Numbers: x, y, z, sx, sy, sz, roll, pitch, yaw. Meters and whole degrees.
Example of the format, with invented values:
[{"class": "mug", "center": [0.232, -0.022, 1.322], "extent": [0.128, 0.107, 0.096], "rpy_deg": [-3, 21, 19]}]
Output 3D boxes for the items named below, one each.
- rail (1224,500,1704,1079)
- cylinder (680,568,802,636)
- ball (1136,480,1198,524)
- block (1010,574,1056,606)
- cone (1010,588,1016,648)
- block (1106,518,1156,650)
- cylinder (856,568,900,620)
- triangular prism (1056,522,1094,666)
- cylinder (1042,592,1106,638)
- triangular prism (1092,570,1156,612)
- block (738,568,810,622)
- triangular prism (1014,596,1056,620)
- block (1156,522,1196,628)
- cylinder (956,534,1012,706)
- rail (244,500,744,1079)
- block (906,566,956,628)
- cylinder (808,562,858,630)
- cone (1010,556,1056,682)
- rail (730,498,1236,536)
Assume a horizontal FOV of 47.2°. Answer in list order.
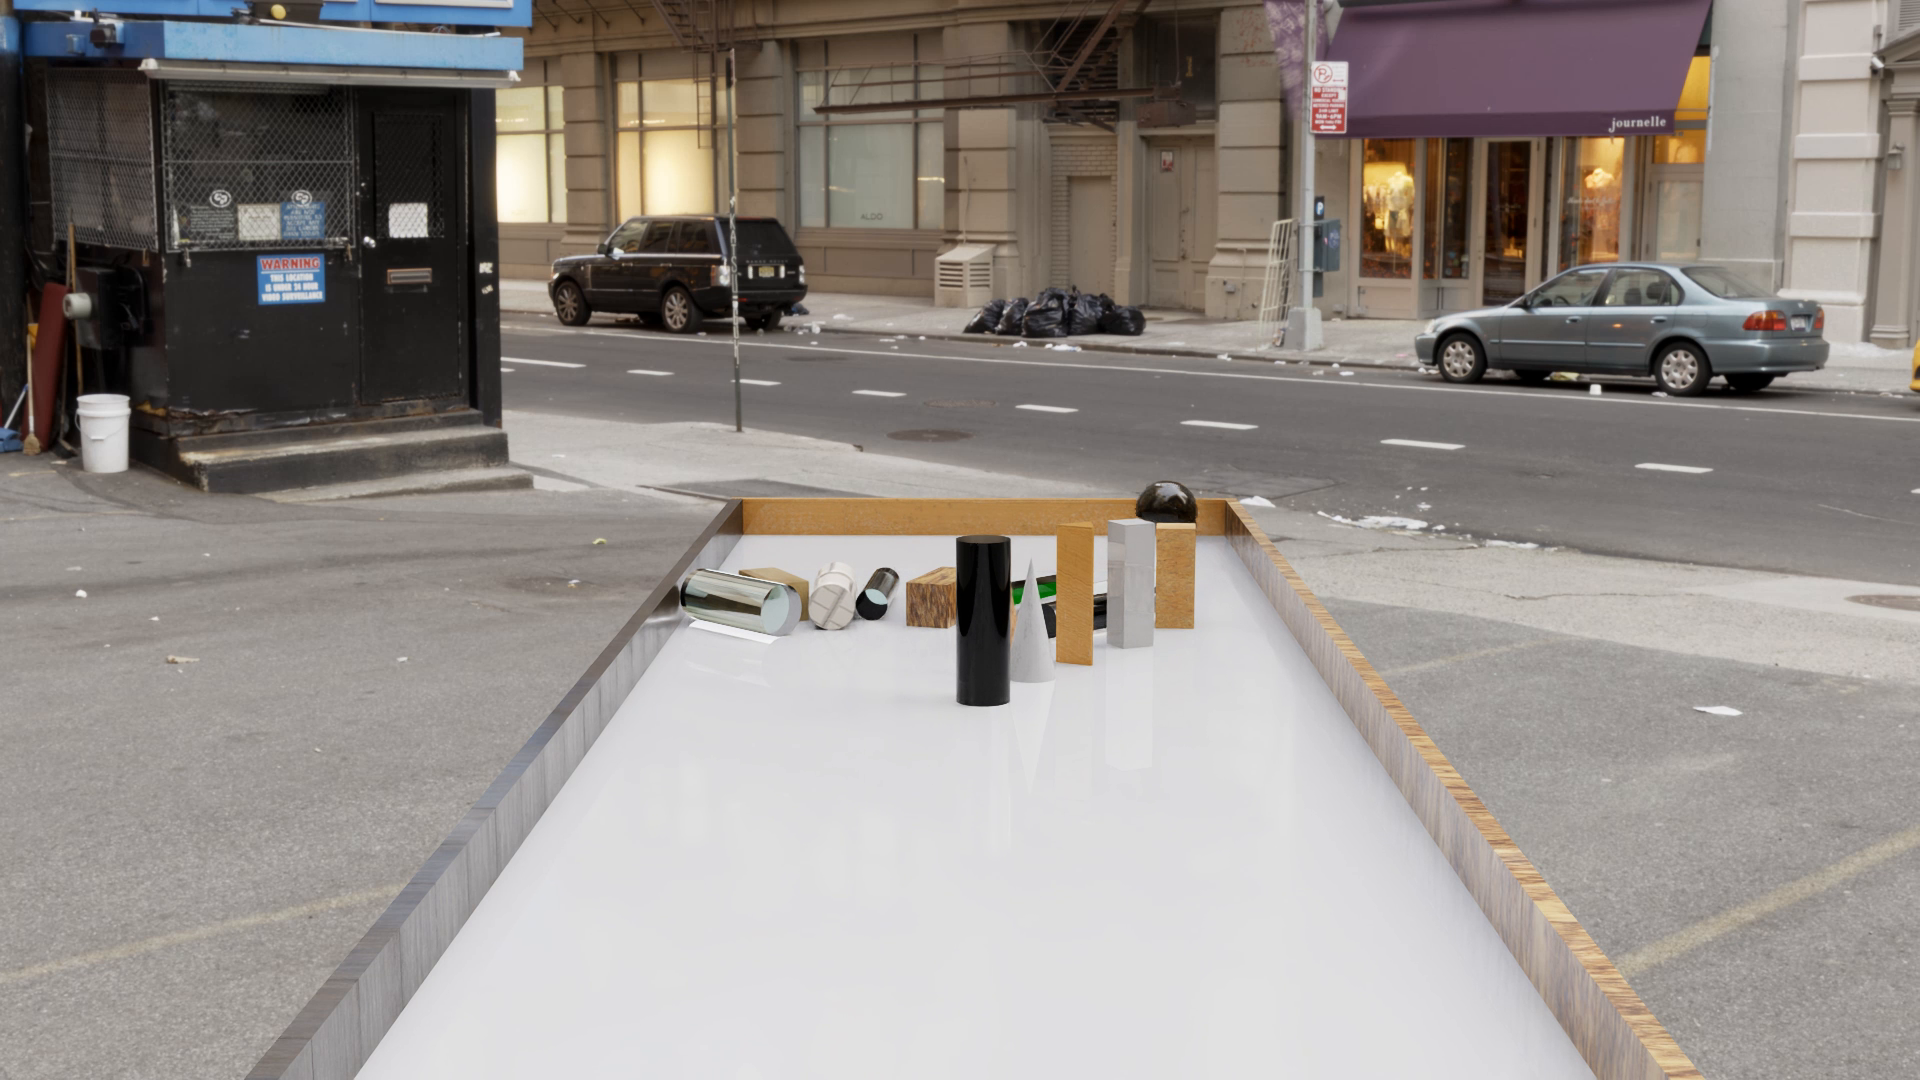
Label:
[{"class": "rail", "center": [1.046, 0.843, 3.208], "extent": [0.050, 0.150, 12.000], "rpy_deg": [0, 9, 1]}, {"class": "cylinder", "center": [-0.718, 0.203, 7.184], "extent": [0.171, 0.171, 0.418], "rpy_deg": [-9, 13, -44]}, {"class": "ball", "center": [0.845, -0.120, 8.977], "extent": [0.248, 0.248, 0.248], "rpy_deg": [0, 9, 0]}, {"class": "block", "center": [0.227, 0.198, 7.425], "extent": [0.375, 0.106, 0.106], "rpy_deg": [-8, 12, -42]}, {"class": "cone", "center": [0.131, 0.165, 6.895], "extent": [0.127, 0.336, 0.127], "rpy_deg": [0, 9, 0]}, {"class": "block", "center": [0.536, 0.136, 6.901], "extent": [0.108, 0.391, 0.108], "rpy_deg": [-4, 10, -26]}, {"class": "cylinder", "center": [-0.279, 0.182, 7.522], "extent": [0.107, 0.107, 0.431], "rpy_deg": [1, 9, 4]}, {"class": "triangular prism", "center": [0.369, 0.159, 6.661], "extent": [0.121, 0.421, 0.105], "rpy_deg": [5, 10, 28]}, {"class": "cylinder", "center": [0.432, 0.236, 7.152], "extent": [0.433, 0.114, 0.114], "rpy_deg": [-8, 12, -41]}, {"class": "triangular prism", "center": [0.554, 0.184, 7.435], "extent": [0.142, 0.123, 0.448], "rpy_deg": [9, 13, 42]}, {"class": "block", "center": [-0.629, 0.185, 7.420], "extent": [0.132, 0.132, 0.311], "rpy_deg": [-4, 10, -26]}, {"class": "triangular prism", "center": [0.269, 0.222, 7.242], "extent": [0.075, 0.087, 0.418], "rpy_deg": [-40, -18, 35]}, {"class": "block", "center": [0.707, 0.117, 7.220], "extent": [0.127, 0.330, 0.127], "rpy_deg": [1, 9, 5]}, {"class": "cylinder", "center": [0.065, 0.224, 6.133], "extent": [0.154, 0.459, 0.154], "rpy_deg": [0, 9, 0]}, {"class": "rail", "center": [-1.004, 0.839, 3.234], "extent": [0.050, 0.150, 12.000], "rpy_deg": [0, 9, 1]}, {"class": "block", "center": [-0.051, 0.190, 7.348], "extent": [0.145, 0.145, 0.332], "rpy_deg": [3, 10, 20]}, {"class": "cylinder", "center": [-0.421, 0.184, 7.360], "extent": [0.151, 0.151, 0.434], "rpy_deg": [0, 9, -1]}, {"class": "cone", "center": [0.207, 0.225, 6.436], "extent": [0.153, 0.361, 0.153], "rpy_deg": [0, 9, 0]}, {"class": "rail", "center": [0.099, -0.098, 9.147], "extent": [2.100, 0.150, 0.050], "rpy_deg": [0, 9, 1]}]
